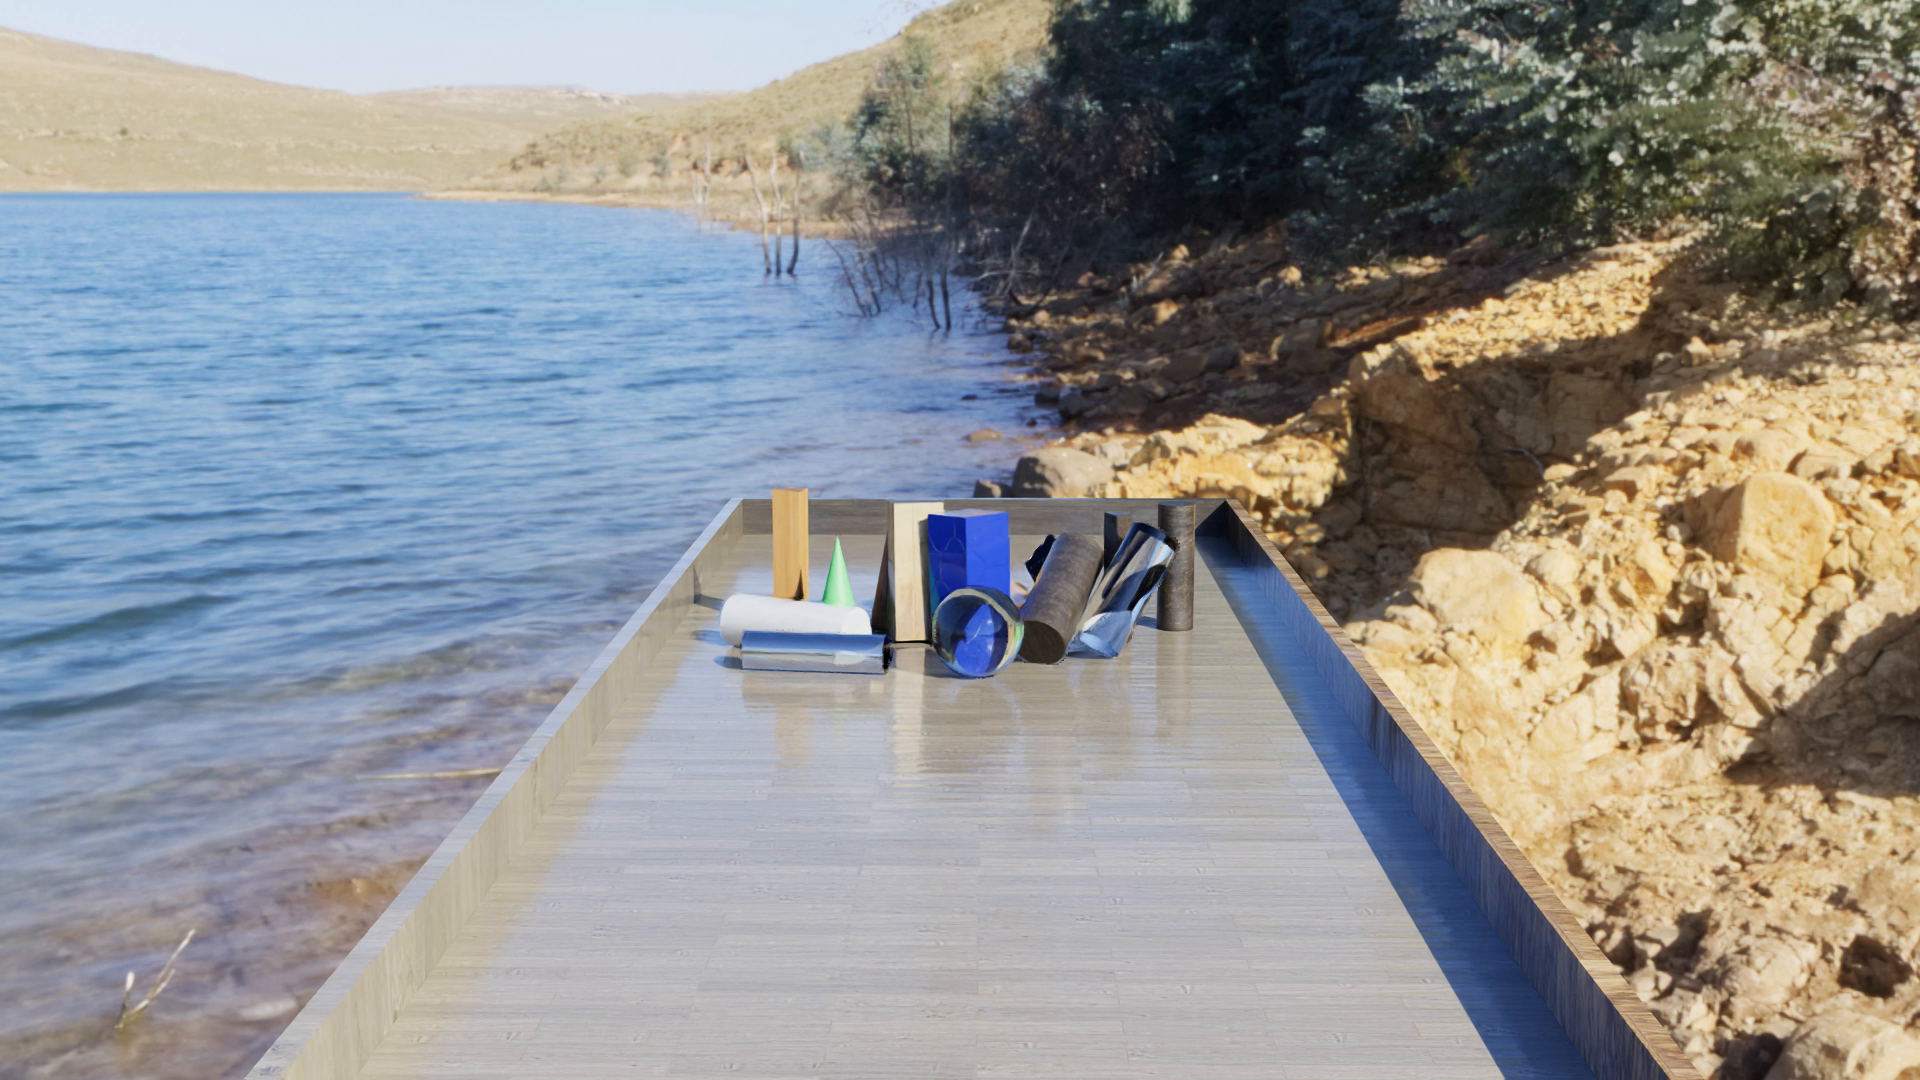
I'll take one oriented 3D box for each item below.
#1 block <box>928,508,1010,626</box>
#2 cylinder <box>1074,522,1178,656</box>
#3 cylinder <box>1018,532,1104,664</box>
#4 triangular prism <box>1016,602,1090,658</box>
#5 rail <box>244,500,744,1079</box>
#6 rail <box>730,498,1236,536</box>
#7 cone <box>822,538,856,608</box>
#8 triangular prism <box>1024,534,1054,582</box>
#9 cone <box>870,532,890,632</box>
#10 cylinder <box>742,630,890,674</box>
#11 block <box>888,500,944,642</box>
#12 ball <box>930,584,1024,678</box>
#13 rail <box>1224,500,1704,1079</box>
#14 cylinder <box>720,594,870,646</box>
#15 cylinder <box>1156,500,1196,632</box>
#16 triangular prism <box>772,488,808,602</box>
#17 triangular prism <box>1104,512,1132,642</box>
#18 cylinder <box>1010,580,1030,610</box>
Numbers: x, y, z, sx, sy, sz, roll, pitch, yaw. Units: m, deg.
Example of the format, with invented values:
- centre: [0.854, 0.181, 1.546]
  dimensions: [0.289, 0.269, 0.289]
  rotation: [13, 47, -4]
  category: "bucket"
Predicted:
- centre: [0.030, 0.122, 6.885]
  dimensions: [0.178, 0.416, 0.178]
  rotation: [-8, 10, -41]
  category: "block"
- centre: [0.508, 0.151, 6.757]
  dimensions: [0.158, 0.390, 0.158]
  rotation: [28, -13, 7]
  category: "cylinder"
- centre: [0.302, 0.176, 6.749]
  dimensions: [0.172, 0.172, 0.440]
  rotation: [3, 38, 21]
  category: "cylinder"
- centre: [0.293, 0.269, 6.857]
  dimensions: [0.386, 0.134, 0.154]
  rotation: [-5, 10, -30]
  category: "triangular prism"
- centre: [-1.004, 0.839, 3.234]
  dimensions: [0.050, 0.150, 12.000]
  rotation: [0, 9, 1]
  category: "rail"
- centre: [0.099, -0.098, 9.147]
  dimensions: [2.100, 0.150, 0.050]
  rotation: [0, 9, 1]
  category: "rail"
- centre: [-0.387, 0.152, 6.966]
  dimensions: [0.166, 0.339, 0.166]
  rotation: [0, 9, 0]
  category: "cone"
- centre: [0.347, 0.130, 7.316]
  dimensions: [0.143, 0.124, 0.334]
  rotation: [-3, 38, -20]
  category: "triangular prism"
- centre: [-0.218, 0.077, 7.181]
  dimensions: [0.159, 0.419, 0.159]
  rotation: [0, 9, 0]
  category: "cone"
- centre: [-0.429, 0.333, 6.536]
  dimensions: [0.427, 0.117, 0.117]
  rotation: [1, 9, 9]
  category: "cylinder"
- centre: [-0.140, 0.094, 6.999]
  dimensions: [0.156, 0.434, 0.156]
  rotation: [-2, 5, -10]
  category: "block"
- centre: [0.050, 0.267, 6.456]
  dimensions: [0.273, 0.273, 0.273]
  rotation: [0, 9, 0]
  category: "ball"
- centre: [1.046, 0.843, 3.208]
  dimensions: [0.050, 0.150, 12.000]
  rotation: [0, 9, 1]
  category: "rail"
- centre: [-0.510, 0.267, 6.807]
  dimensions: [0.458, 0.163, 0.163]
  rotation: [6, 11, 32]
  category: "cylinder"
- centre: [0.702, 0.085, 7.162]
  dimensions: [0.121, 0.411, 0.121]
  rotation: [0, 9, 0]
  category: "cylinder"
- centre: [-0.532, 0.058, 7.190]
  dimensions: [0.119, 0.454, 0.103]
  rotation: [7, 11, 37]
  category: "triangular prism"
- centre: [0.487, 0.118, 6.957]
  dimensions: [0.076, 0.410, 0.088]
  rotation: [7, 11, 38]
  category: "triangular prism"
- centre: [0.194, 0.224, 7.207]
  dimensions: [0.110, 0.110, 0.394]
  rotation: [-1, 11, -6]
  category: "cylinder"
